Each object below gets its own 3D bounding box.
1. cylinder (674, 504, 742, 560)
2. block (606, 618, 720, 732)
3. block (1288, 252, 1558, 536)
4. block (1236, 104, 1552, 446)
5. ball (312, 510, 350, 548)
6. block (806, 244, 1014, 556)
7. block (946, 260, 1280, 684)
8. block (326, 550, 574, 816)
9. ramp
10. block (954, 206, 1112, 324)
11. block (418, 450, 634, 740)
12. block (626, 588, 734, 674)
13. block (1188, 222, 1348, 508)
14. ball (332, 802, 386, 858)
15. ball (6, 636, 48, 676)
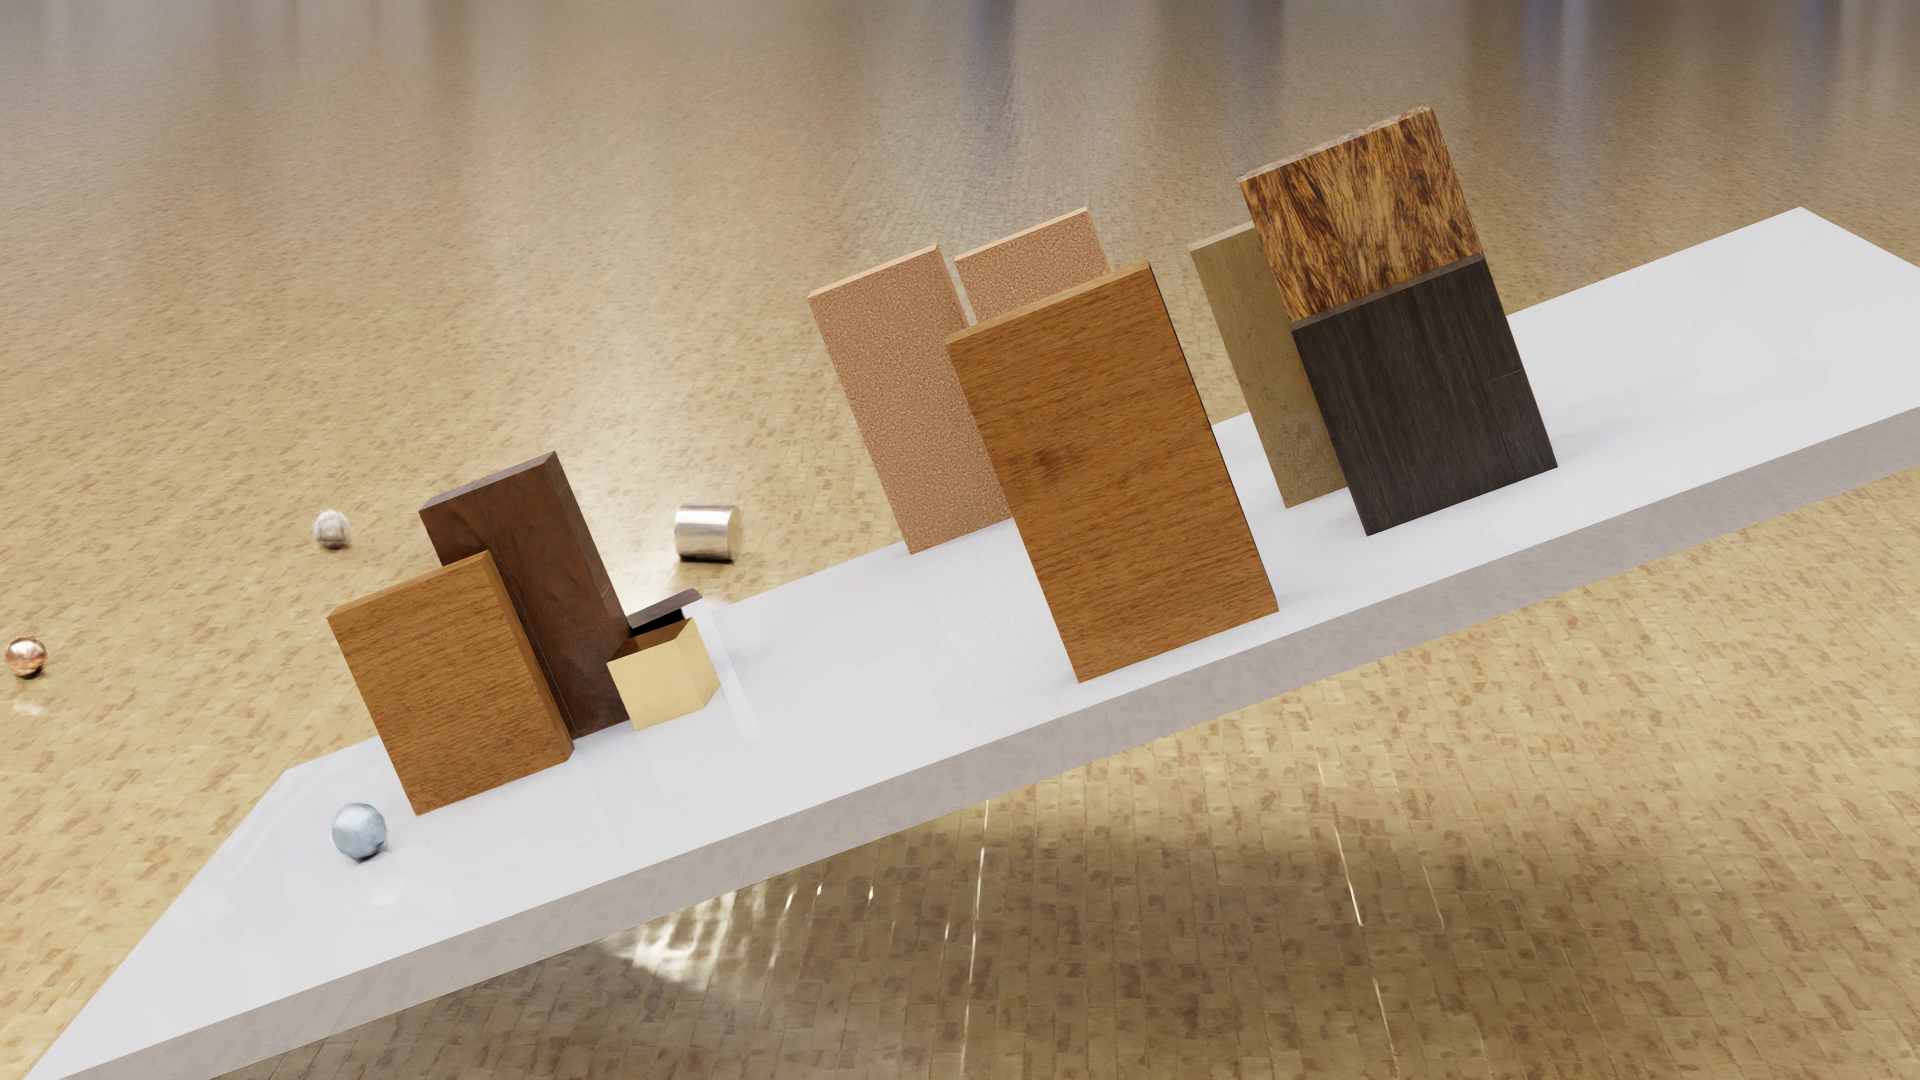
[{"bbox_3d":[-0.860,-0.027,10.055,0.186,0.186,0.186,2,14,14],"label":"cylinder"},{"bbox_3d":[-0.651,0.295,6.481,0.167,0.167,0.167,-19,12,13],"label":"block"},{"bbox_3d":[0.888,-0.278,5.642,0.386,0.429,0.087,-20,12,7],"label":"block"},{"bbox_3d":[0.851,-0.444,5.757,0.392,0.711,0.108,-20,12,7],"label":"block"},{"bbox_3d":[-2.183,-0.039,10.223,0.130,0.130,0.130,0,13,0],"label":"ball"},{"bbox_3d":[-0.087,-0.336,7.057,0.327,0.669,0.107,-20,12,7],"label":"block"},{"bbox_3d":[0.282,-0.123,5.415,0.394,0.681,0.108,-20,12,7],"label":"block"},{"bbox_3d":[-1.111,0.314,6.438,0.365,0.483,0.095,-20,12,7],"label":"block"},{"bbox_3d":[0.121,0.175,6.293,4.000,0.100,2.000,-20,12,7],"label":"ramp"},{"bbox_3d":[0.257,-0.411,6.834,0.326,0.646,0.083,-20,12,7],"label":"block"},{"bbox_3d":[-0.939,0.144,6.589,0.303,0.607,0.139,-20,12,7],"label":"block"},{"bbox_3d":[-0.645,0.233,6.727,0.174,0.174,0.174,-24,12,-10],"label":"block"},{"bbox_3d":[0.773,-0.411,6.082,0.424,0.576,0.102,-20,12,7],"label":"block"},{"bbox_3d":[-1.283,0.620,6.280,0.117,0.117,0.117,0,13,0],"label":"ball"},{"bbox_3d":[-2.746,0.344,8.655,0.118,0.118,0.118,0,13,0],"label":"ball"}]
